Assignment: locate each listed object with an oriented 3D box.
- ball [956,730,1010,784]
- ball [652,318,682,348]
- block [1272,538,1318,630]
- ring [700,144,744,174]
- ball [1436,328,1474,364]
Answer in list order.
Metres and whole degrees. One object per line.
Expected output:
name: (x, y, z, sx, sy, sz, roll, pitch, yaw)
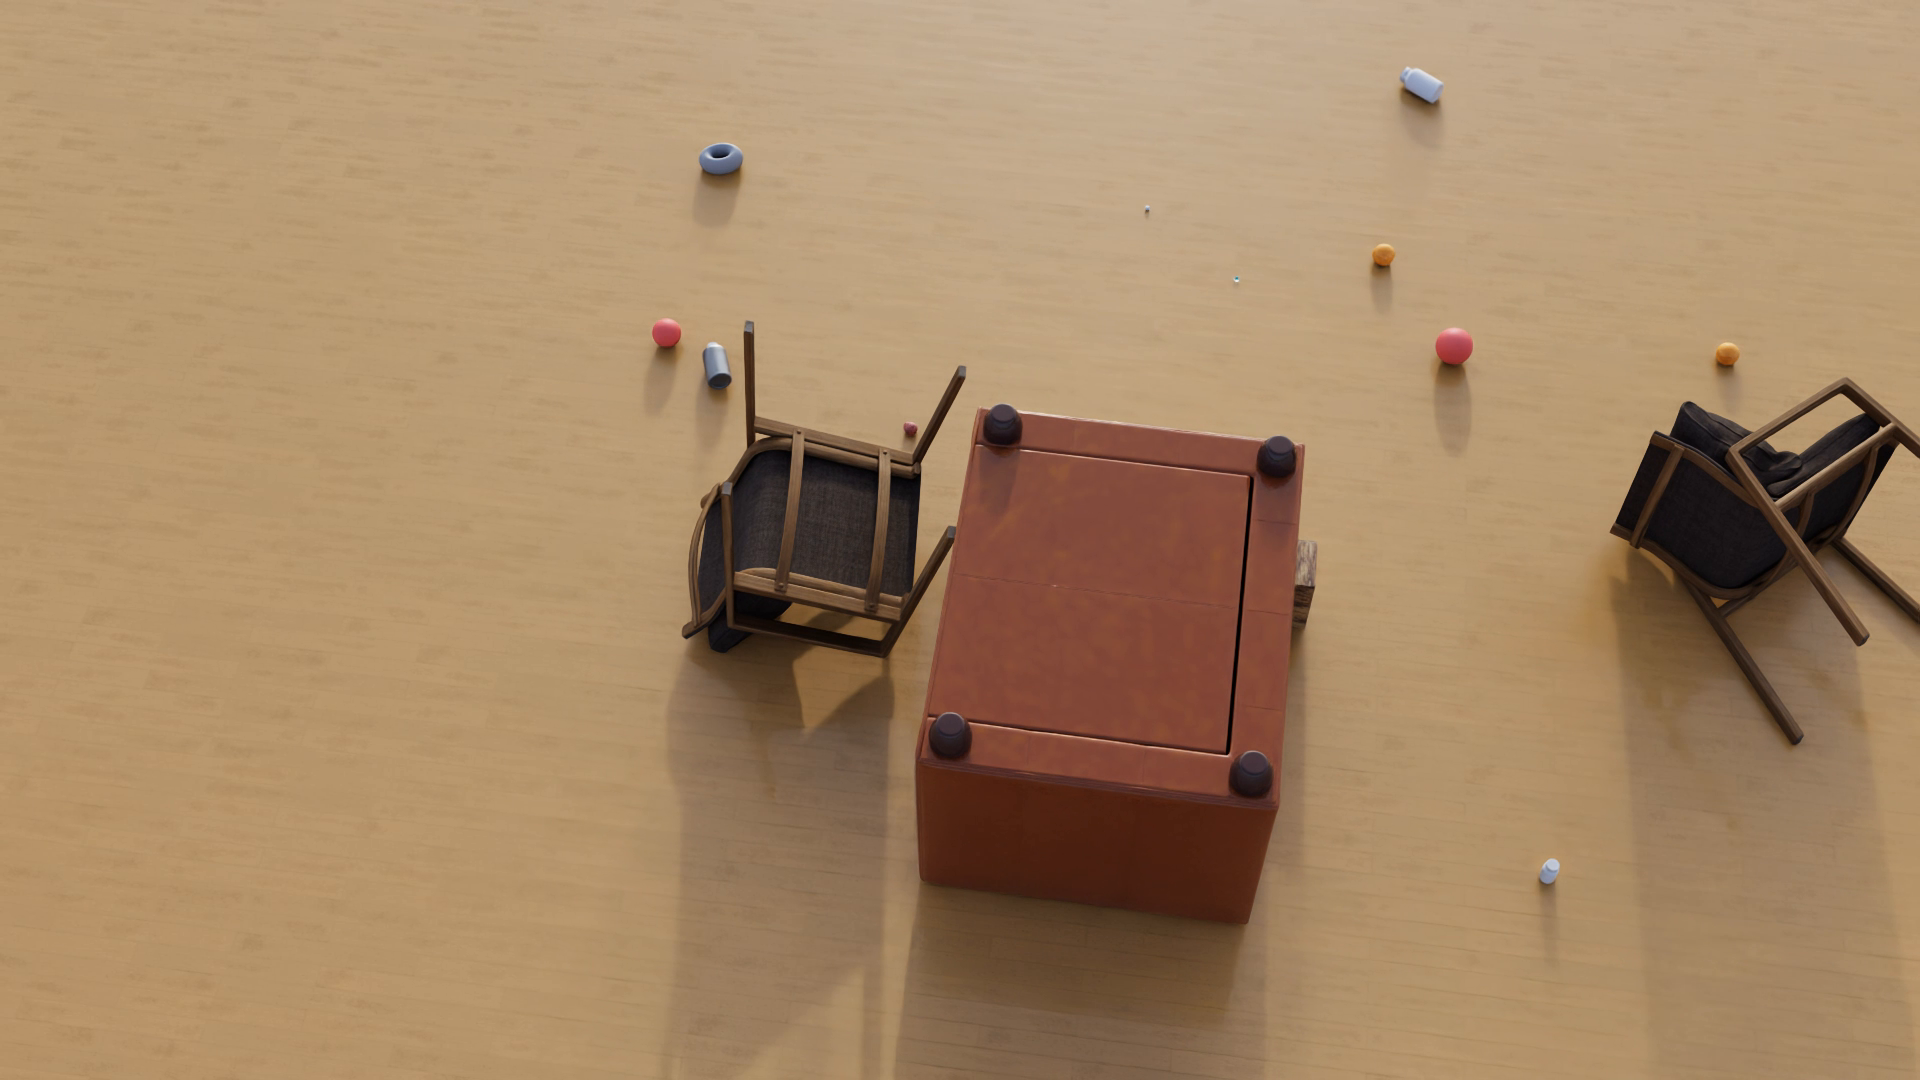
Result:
ball: (0.062, 0.598, 6.082, 0.150, 0.150, 0.150, 0, 56, 0)
ball: (-0.928, -0.656, 6.959, 0.092, 0.092, 0.092, 0, 56, 0)
block: (0.965, 0.127, 6.349, 0.098, 0.231, 0.154, 6, 56, 4)
ring: (-0.802, -1.281, 7.387, 0.150, 0.078, 0.094, -7, 64, 0)
ball: (1.554, -0.610, 6.913, 0.116, 0.116, 0.116, 0, 56, 0)
